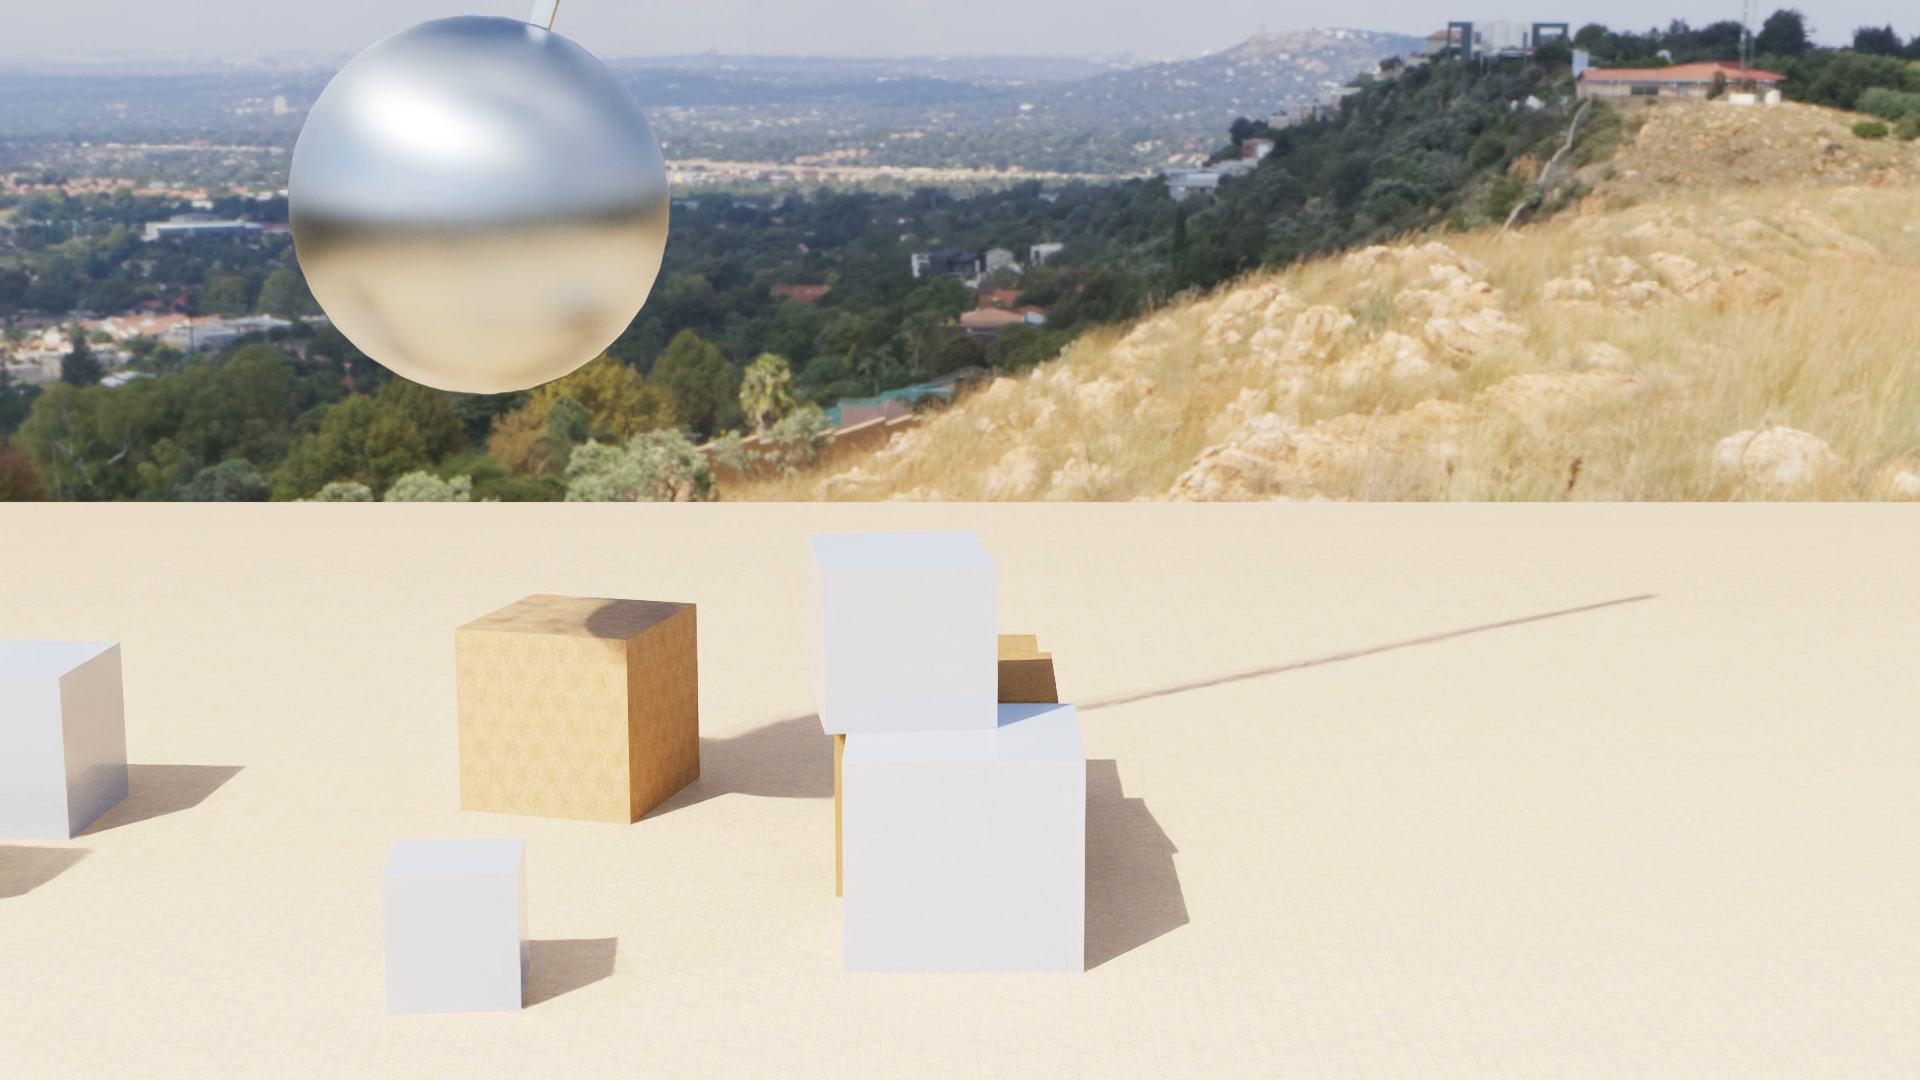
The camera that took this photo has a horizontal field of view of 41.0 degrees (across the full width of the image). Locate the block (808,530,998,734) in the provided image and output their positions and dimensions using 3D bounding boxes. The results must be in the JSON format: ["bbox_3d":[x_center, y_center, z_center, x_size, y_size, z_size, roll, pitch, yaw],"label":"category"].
[{"bbox_3d":[-0.251,0.373,10.751,0.705,0.676,0.763,-2,11,-8],"label":"block"}]

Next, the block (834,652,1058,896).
[{"bbox_3d":[-0.058,1.030,11.460,0.956,0.874,0.920,0,10,0],"label":"block"}]

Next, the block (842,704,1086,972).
[{"bbox_3d":[0.015,1.204,10.530,0.950,0.865,0.934,0,10,0],"label":"block"}]

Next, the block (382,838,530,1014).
[{"bbox_3d":[-1.935,1.481,9.887,0.501,0.548,0.446,-1,10,-5],"label":"block"}]

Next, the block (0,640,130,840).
[{"bbox_3d":[-4.477,0.941,12.224,0.728,0.775,0.748,1,10,3],"label":"block"}]

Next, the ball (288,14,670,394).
[{"bbox_3d":[-2.037,-1.422,10.922,1.600,1.600,1.600,0,10,0],"label":"ball"}]

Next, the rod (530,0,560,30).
[{"bbox_3d":[-0.883,-4.568,10.350,0.080,5.200,0.080,20,10,-3],"label":"rod"}]

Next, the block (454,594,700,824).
[{"bbox_3d":[-1.862,0.810,12.602,0.885,0.897,0.874,3,11,16],"label":"block"}]

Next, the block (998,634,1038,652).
[{"bbox_3d":[-0.022,0.920,12.308,0.793,0.786,0.772,0,10,0],"label":"block"}]
